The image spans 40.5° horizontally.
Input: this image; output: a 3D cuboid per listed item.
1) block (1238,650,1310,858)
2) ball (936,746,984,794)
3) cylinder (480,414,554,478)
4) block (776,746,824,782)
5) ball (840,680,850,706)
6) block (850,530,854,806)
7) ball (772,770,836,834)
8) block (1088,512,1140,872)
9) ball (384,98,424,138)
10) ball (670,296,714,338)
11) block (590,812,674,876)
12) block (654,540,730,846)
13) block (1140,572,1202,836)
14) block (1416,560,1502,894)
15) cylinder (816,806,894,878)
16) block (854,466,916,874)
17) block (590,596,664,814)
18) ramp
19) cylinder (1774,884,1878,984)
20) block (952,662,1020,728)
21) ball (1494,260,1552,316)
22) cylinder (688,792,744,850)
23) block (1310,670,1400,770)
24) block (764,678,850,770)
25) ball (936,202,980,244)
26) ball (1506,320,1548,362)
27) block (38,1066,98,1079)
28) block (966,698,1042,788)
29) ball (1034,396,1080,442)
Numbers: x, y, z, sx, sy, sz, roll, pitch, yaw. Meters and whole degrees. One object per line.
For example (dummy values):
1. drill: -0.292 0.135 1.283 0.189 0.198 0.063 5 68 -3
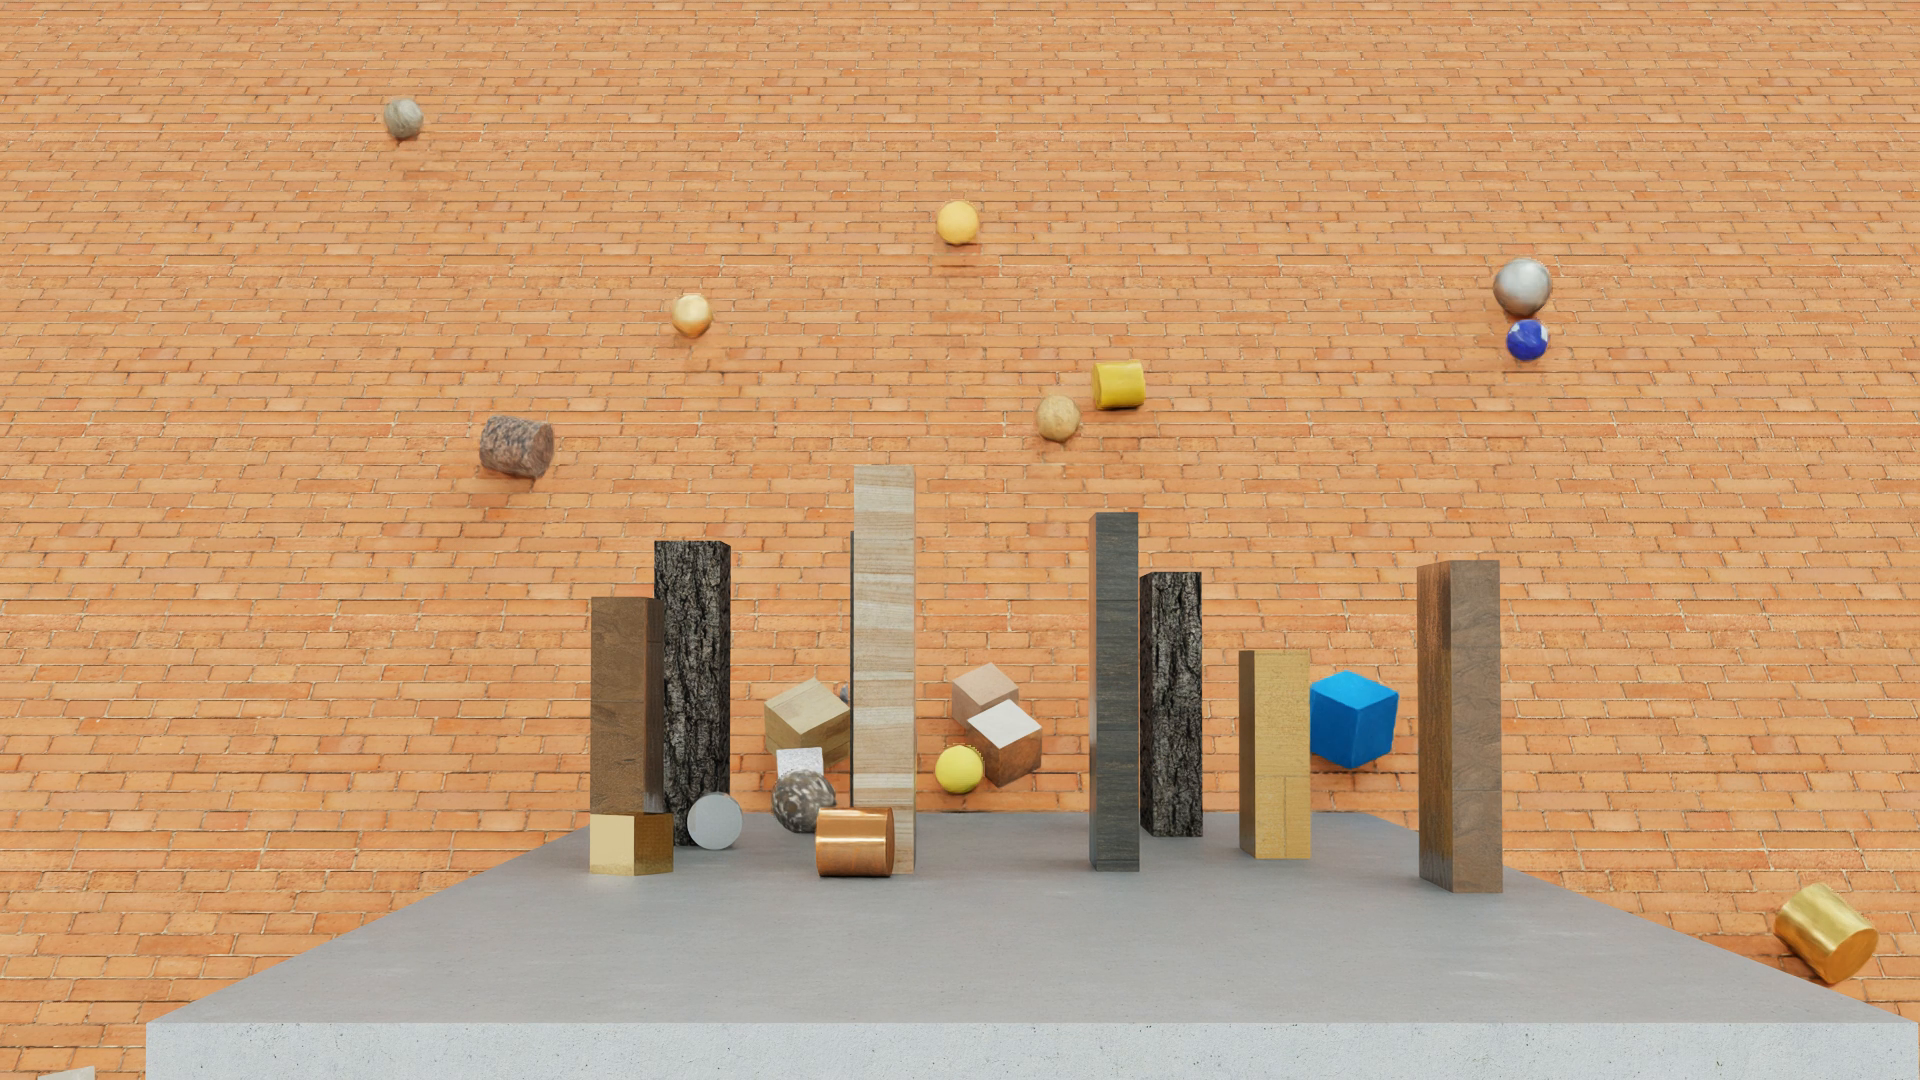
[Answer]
1. block: 0.663 0.447 5.504 0.113 0.428 0.312 0 -3 0
2. ball: -0.002 0.626 7.085 0.130 0.130 0.130 0 37 0
3. cylinder: -1.407 -0.297 8.268 0.176 0.176 0.176 11 38 14
4. block: -0.431 0.651 7.058 0.122 0.122 0.122 -4 37 -5
5. ball: -0.264 0.451 7.298 0.151 0.151 0.151 0 37 0
6. block: -0.199 0.338 6.172 0.114 0.707 0.258 0 -3 0
7. ball: -0.363 0.613 6.084 0.150 0.150 0.150 0 37 0
8. block: 0.305 0.299 5.168 0.082 0.694 0.287 0 -3 0
9. ball: -2.147 -1.628 10.045 0.154 0.154 0.154 0 37 0
10. ball: -0.918 -0.767 8.914 0.144 0.144 0.144 0 37 0
11. block: -0.629 0.582 4.989 0.113 0.113 0.113 -2 -3 35
12. block: -0.601 0.342 5.856 0.144 0.670 0.279 0 -3 0
13. block: 0.502 0.388 6.224 0.115 0.611 0.436 0 -3 0
14. block: 0.907 0.334 4.738 0.087 0.584 0.338 0 -3 0
15. cylinder: -0.197 0.569 4.904 0.131 0.131 0.131 0 37 6
16. block: -0.146 0.254 5.150 0.115 0.781 0.330 0 -3 0
17. block: -0.669 0.384 5.250 0.104 0.531 0.347 0 -3 0
18. ramp: 0.082 0.685 4.932 2.000 0.100 4.000 0 -3 0
19. cylinder: 2.182 0.992 6.559 0.178 0.178 0.178 -18 41 -23
20. block: 0.071 0.455 7.307 0.134 0.134 0.134 -23 43 -28
21. ball: 1.948 -0.874 9.015 0.195 0.195 0.195 0 37 0
22. cylinder: -0.531 0.608 5.645 0.118 0.118 0.118 -3 -2 -4
23. block: 1.071 0.494 7.166 0.181 0.181 0.181 -17 30 -42
24. block: -0.419 0.522 7.188 0.171 0.171 0.171 -26 44 -30
25. ball: -0.008 -1.145 9.406 0.155 0.155 0.155 0 37 0
26. ball: 1.918 -0.676 8.796 0.142 0.142 0.142 0 37 0
27. block: -2.095 1.344 6.136 0.129 0.129 0.129 -10 38 -12
28. block: 0.121 0.560 7.157 0.147 0.147 0.147 -24 43 -29
29. ball: 0.316 -0.395 8.419 0.149 0.149 0.149 0 37 0
